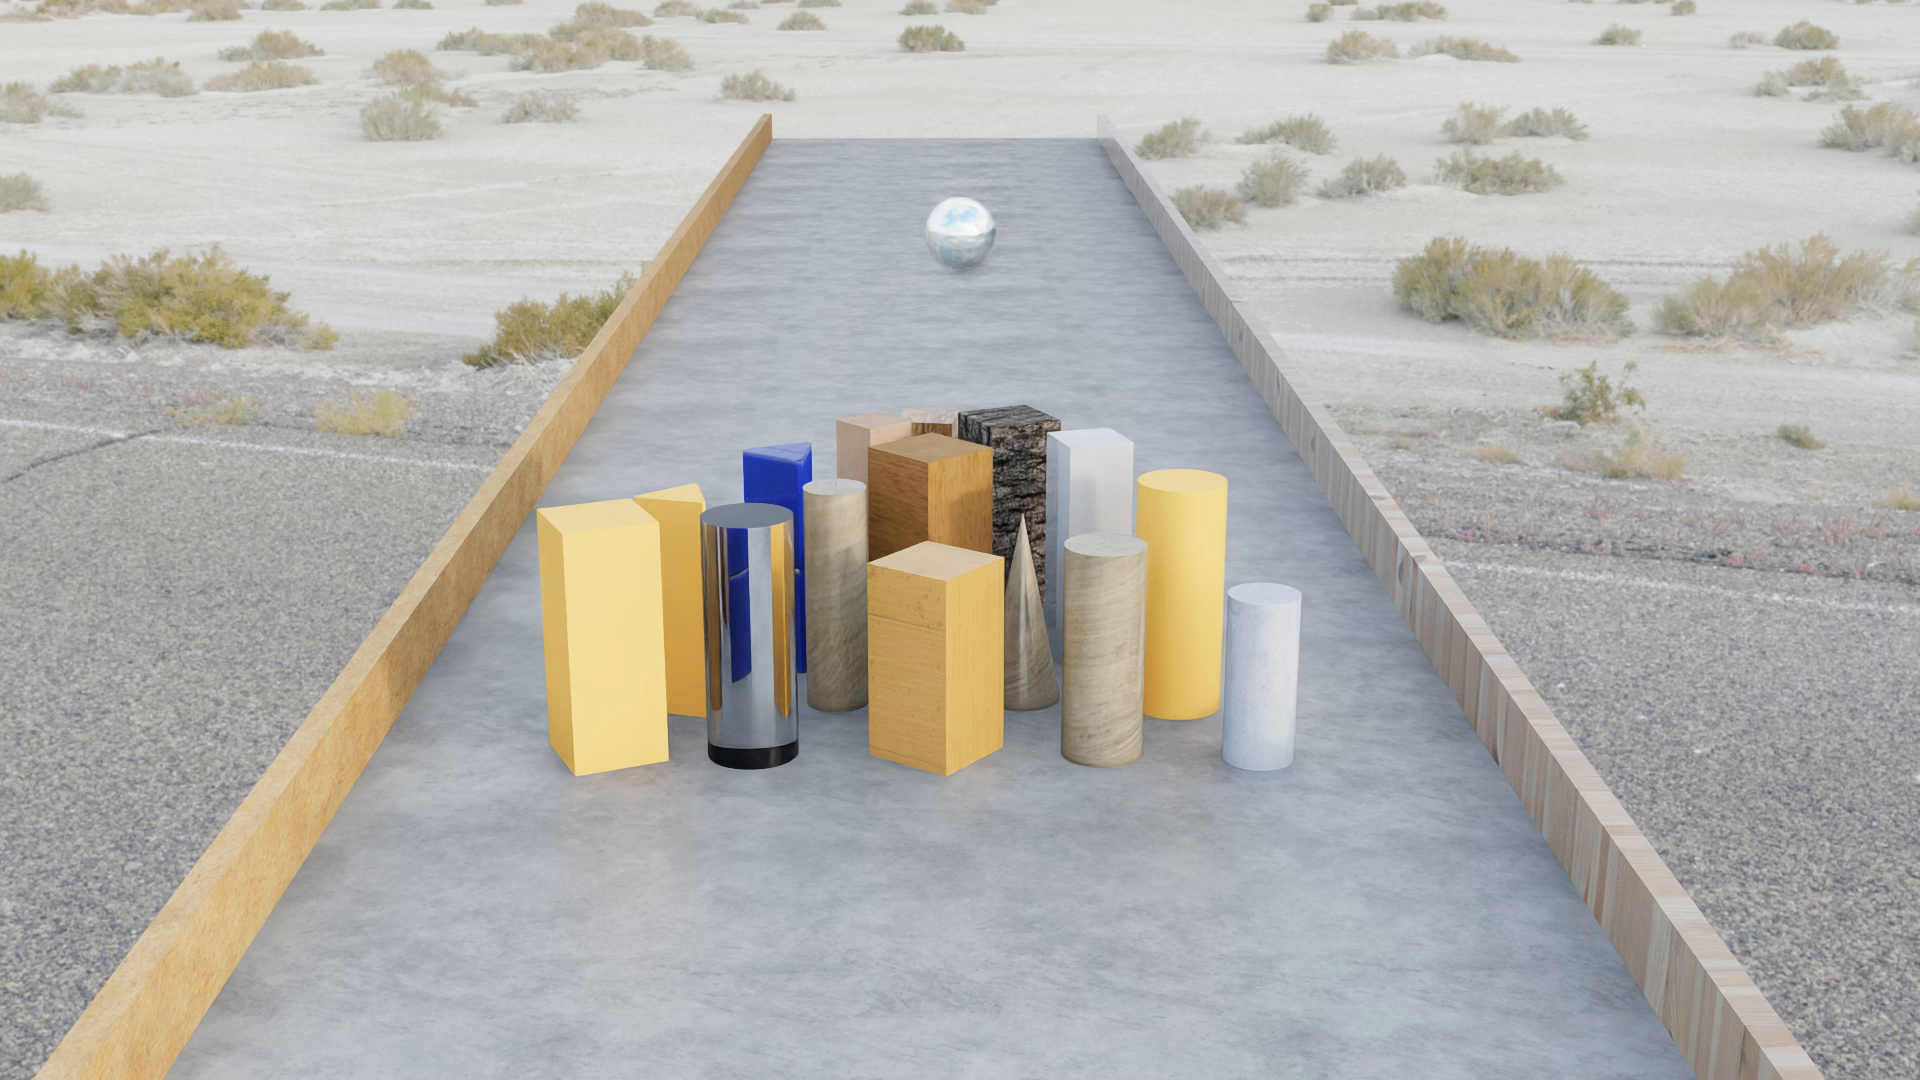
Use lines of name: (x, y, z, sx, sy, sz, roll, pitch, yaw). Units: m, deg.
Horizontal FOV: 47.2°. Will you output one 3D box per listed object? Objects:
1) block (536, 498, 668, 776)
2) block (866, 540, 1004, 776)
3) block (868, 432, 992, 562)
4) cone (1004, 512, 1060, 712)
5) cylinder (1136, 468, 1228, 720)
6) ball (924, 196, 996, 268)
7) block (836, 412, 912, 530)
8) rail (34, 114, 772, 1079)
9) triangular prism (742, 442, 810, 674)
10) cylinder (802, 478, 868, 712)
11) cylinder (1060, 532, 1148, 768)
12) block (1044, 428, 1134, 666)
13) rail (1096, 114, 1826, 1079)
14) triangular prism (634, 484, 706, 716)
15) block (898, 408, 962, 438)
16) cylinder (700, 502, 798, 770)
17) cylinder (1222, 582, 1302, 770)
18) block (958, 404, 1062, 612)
block: (-0.631, 0.169, 3.884, 0.170, 0.441, 0.170, -8, 18, -24)
block: (-0.042, 0.207, 3.902, 0.172, 0.358, 0.172, 12, 20, 35)
block: (-0.059, 0.027, 4.374, 0.174, 0.435, 0.174, -15, 22, -42)
cone: (0.117, 0.124, 4.160, 0.150, 0.370, 0.150, 0, 17, 0)
cylinder: (0.410, 0.101, 4.115, 0.166, 0.440, 0.166, 0, 17, 0)
ball: (0.001, -1.247, 8.913, 0.288, 0.288, 0.288, 0, 17, 0)
block: (-0.180, -0.049, 4.653, 0.112, 0.420, 0.112, -14, 22, -40)
rail: (-1.118, -0.838, 7.780, 0.050, 0.150, 12.000, 0, 17, -1)
triangular prism: (-0.332, 0.029, 4.366, 0.141, 0.435, 0.122, 11, 20, 33)
cylinder: (-0.232, 0.105, 4.131, 0.118, 0.424, 0.118, 0, 17, 0)
cylinder: (0.254, 0.195, 3.889, 0.147, 0.390, 0.147, 0, 17, 0)
block: (0.254, 0.019, 4.363, 0.131, 0.457, 0.131, -5, 17, -17)
rail: (0.932, -0.844, 7.801, 0.050, 0.150, 12.000, 0, 17, -1)
triangular prism: (-0.513, 0.110, 4.125, 0.137, 0.417, 0.119, 5, 17, 16)
block: (-0.071, -0.094, 4.886, 0.129, 0.373, 0.129, 3, 17, 9)
cylinder: (-0.371, 0.169, 3.882, 0.163, 0.442, 0.163, 0, 17, 0)
cylinder: (0.532, 0.240, 3.881, 0.128, 0.306, 0.128, 0, 17, 0)
block: (0.101, -0.044, 4.600, 0.158, 0.441, 0.158, -8, 18, -25)
